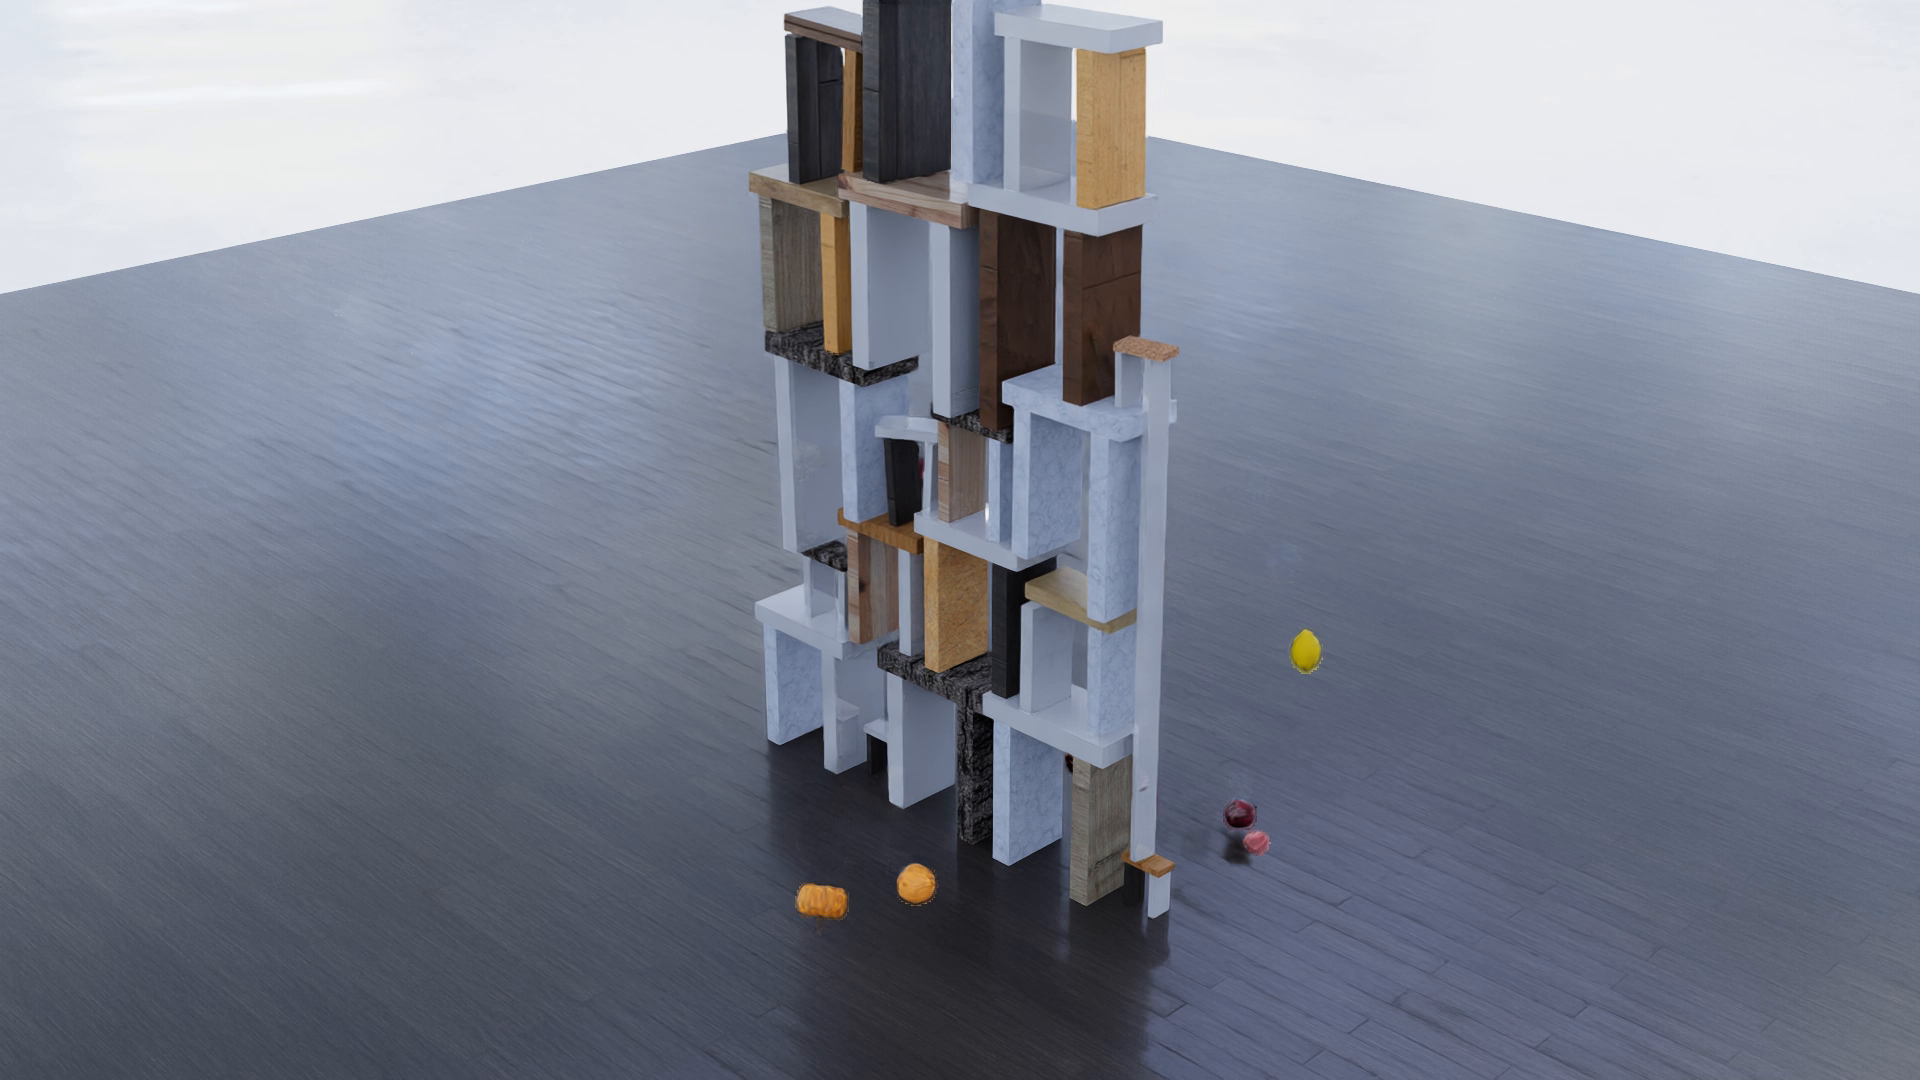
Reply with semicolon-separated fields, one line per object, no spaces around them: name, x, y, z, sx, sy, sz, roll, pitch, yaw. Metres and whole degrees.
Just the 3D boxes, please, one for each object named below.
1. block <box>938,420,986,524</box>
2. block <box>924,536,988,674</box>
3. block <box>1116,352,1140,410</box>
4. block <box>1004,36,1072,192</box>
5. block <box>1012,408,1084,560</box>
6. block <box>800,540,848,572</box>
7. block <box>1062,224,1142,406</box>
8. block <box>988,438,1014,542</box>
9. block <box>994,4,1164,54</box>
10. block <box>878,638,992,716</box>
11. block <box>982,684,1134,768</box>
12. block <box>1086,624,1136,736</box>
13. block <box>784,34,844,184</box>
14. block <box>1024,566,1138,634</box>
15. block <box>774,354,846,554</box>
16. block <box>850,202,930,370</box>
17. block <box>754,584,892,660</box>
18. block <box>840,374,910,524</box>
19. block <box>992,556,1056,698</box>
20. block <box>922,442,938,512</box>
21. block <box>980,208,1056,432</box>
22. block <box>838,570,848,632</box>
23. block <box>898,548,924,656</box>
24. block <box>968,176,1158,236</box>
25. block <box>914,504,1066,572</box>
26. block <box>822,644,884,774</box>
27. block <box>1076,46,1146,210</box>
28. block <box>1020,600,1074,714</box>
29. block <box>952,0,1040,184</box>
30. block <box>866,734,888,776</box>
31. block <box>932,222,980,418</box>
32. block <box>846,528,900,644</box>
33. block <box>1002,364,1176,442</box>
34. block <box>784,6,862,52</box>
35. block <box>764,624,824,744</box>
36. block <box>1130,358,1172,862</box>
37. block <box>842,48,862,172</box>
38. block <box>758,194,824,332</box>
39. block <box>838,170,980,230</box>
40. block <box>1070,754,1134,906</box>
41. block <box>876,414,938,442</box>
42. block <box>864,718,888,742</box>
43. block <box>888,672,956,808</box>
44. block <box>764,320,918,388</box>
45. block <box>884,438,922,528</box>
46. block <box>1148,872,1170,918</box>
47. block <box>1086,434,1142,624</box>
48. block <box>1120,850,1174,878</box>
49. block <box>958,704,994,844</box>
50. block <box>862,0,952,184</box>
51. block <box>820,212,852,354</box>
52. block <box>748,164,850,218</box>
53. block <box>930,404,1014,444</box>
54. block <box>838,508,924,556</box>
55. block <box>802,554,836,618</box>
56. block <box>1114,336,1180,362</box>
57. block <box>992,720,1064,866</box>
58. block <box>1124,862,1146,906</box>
block;0.004;-0.142;4.158;0.028;0.200;0.100;21;31;40
block;-0.007;0.107;4.284;0.135;0.279;0.038;-21;31;-41
block;0.288;-0.280;3.776;0.014;0.100;0.050;19;30;41
block;0.134;-0.735;3.757;0.130;0.259;0.037;-21;31;-40
block;0.160;-0.120;3.997;0.143;0.285;0.040;-21;32;-40
block;-0.260;0.028;4.514;0.138;0.020;0.069;22;31;40
block;0.245;-0.397;3.790;0.152;0.304;0.043;-21;30;-40
block;0.098;-0.105;4.071;0.028;0.200;0.100;21;31;41
block;0.195;-0.848;3.642;0.130;0.037;0.259;-21;30;-40
block;-0.008;0.255;4.345;0.148;0.042;0.297;-21;31;-41
block;0.205;0.334;4.140;0.304;0.043;0.152;21;31;41
block;0.280;0.243;4.024;0.108;0.215;0.030;-22;31;-40
block;-0.274;-0.821;4.158;0.112;0.278;0.032;-22;32;-39
block;0.232;0.109;4.025;0.108;0.030;0.215;-20;31;-39
block;-0.299;-0.189;4.463;0.041;0.415;0.144;20;30;41
block;-0.131;-0.493;4.144;0.159;0.319;0.045;-21;31;-41
block;-0.288;0.170;4.606;0.137;0.039;0.274;-21;31;-40
block;-0.165;-0.191;4.313;0.041;0.289;0.144;21;31;41
block;0.121;0.153;4.165;0.038;0.271;0.135;21;31;41
block;-0.037;-0.131;4.206;0.020;0.142;0.071;25;33;38
block;0.104;-0.408;3.943;0.152;0.402;0.043;-21;31;-41
block;-0.217;0.113;4.516;0.069;0.138;0.020;-19;30;-37
block;-0.069;0.107;4.351;0.032;0.226;0.113;21;31;41
block;0.175;-0.586;3.790;0.152;0.043;0.304;-21;31;-41
block;0.056;-0.015;4.164;0.271;0.038;0.135;21;31;40
block;-0.223;0.340;4.608;0.137;0.274;0.039;-21;31;-41
block;0.251;-0.690;3.647;0.130;0.259;0.037;-20;28;-39
block;0.162;0.208;4.106;0.108;0.215;0.030;-20;31;-39
block;0.064;-0.802;3.814;0.169;0.337;0.048;-21;31;-41
block;-0.173;0.440;4.602;0.014;0.095;0.048;21;31;41
block;0.022;-0.417;4.016;0.045;0.361;0.159;21;31;40
block;-0.175;0.077;4.455;0.032;0.252;0.113;21;31;40
block;0.226;-0.244;3.871;0.143;0.040;0.285;-21;31;-40
block;-0.208;-0.938;4.040;0.112;0.032;0.224;-21;35;-40
block;-0.352;0.290;4.726;0.039;0.274;0.137;21;31;41
block;0.338;0.138;3.915;0.050;0.977;0.014;-18;28;-36
block;-0.163;-0.798;4.049;0.112;0.224;0.032;-22;35;-40
block;-0.328;-0.559;4.341;0.136;0.272;0.039;-21;31;-40
block;-0.055;-0.632;4.003;0.319;0.045;0.159;21;31;40
block;0.277;0.522;4.141;0.043;0.304;0.152;21;31;41
block;-0.084;-0.211;4.184;0.142;0.020;0.071;6;24;12
block;-0.150;0.399;4.560;0.095;0.014;0.048;21;31;41
block;-0.078;0.384;4.475;0.042;0.297;0.148;21;31;41
block;-0.234;-0.372;4.310;0.144;0.041;0.289;-21;32;-40
block;-0.111;-0.131;4.276;0.020;0.202;0.071;21;35;40
block;0.372;0.656;4.098;0.013;0.092;0.046;21;31;41
block;0.289;-0.038;3.885;0.040;0.349;0.143;20;31;39
block;0.350;0.599;4.098;0.092;0.013;0.046;21;31;41
block;0.062;0.439;4.346;0.148;0.297;0.042;-21;31;-41
block;-0.094;-0.844;3.962;0.169;0.377;0.048;-18;31;-35
block;-0.200;-0.507;4.222;0.136;0.272;0.039;-22;32;-40
block;-0.266;-0.675;4.219;0.136;0.039;0.272;-22;32;-39
block;0.051;-0.228;4.069;0.200;0.028;0.100;21;31;41
block;-0.124;-0.032;4.349;0.226;0.032;0.113;21;31;40
block;-0.292;0.087;4.575;0.069;0.138;0.020;-21;30;-40
block;0.316;-0.325;3.736;0.100;0.014;0.050;17;28;34
block;0.133;0.466;4.273;0.043;0.304;0.152;21;31;41
block;0.328;0.639;4.138;0.013;0.092;0.046;21;31;41
